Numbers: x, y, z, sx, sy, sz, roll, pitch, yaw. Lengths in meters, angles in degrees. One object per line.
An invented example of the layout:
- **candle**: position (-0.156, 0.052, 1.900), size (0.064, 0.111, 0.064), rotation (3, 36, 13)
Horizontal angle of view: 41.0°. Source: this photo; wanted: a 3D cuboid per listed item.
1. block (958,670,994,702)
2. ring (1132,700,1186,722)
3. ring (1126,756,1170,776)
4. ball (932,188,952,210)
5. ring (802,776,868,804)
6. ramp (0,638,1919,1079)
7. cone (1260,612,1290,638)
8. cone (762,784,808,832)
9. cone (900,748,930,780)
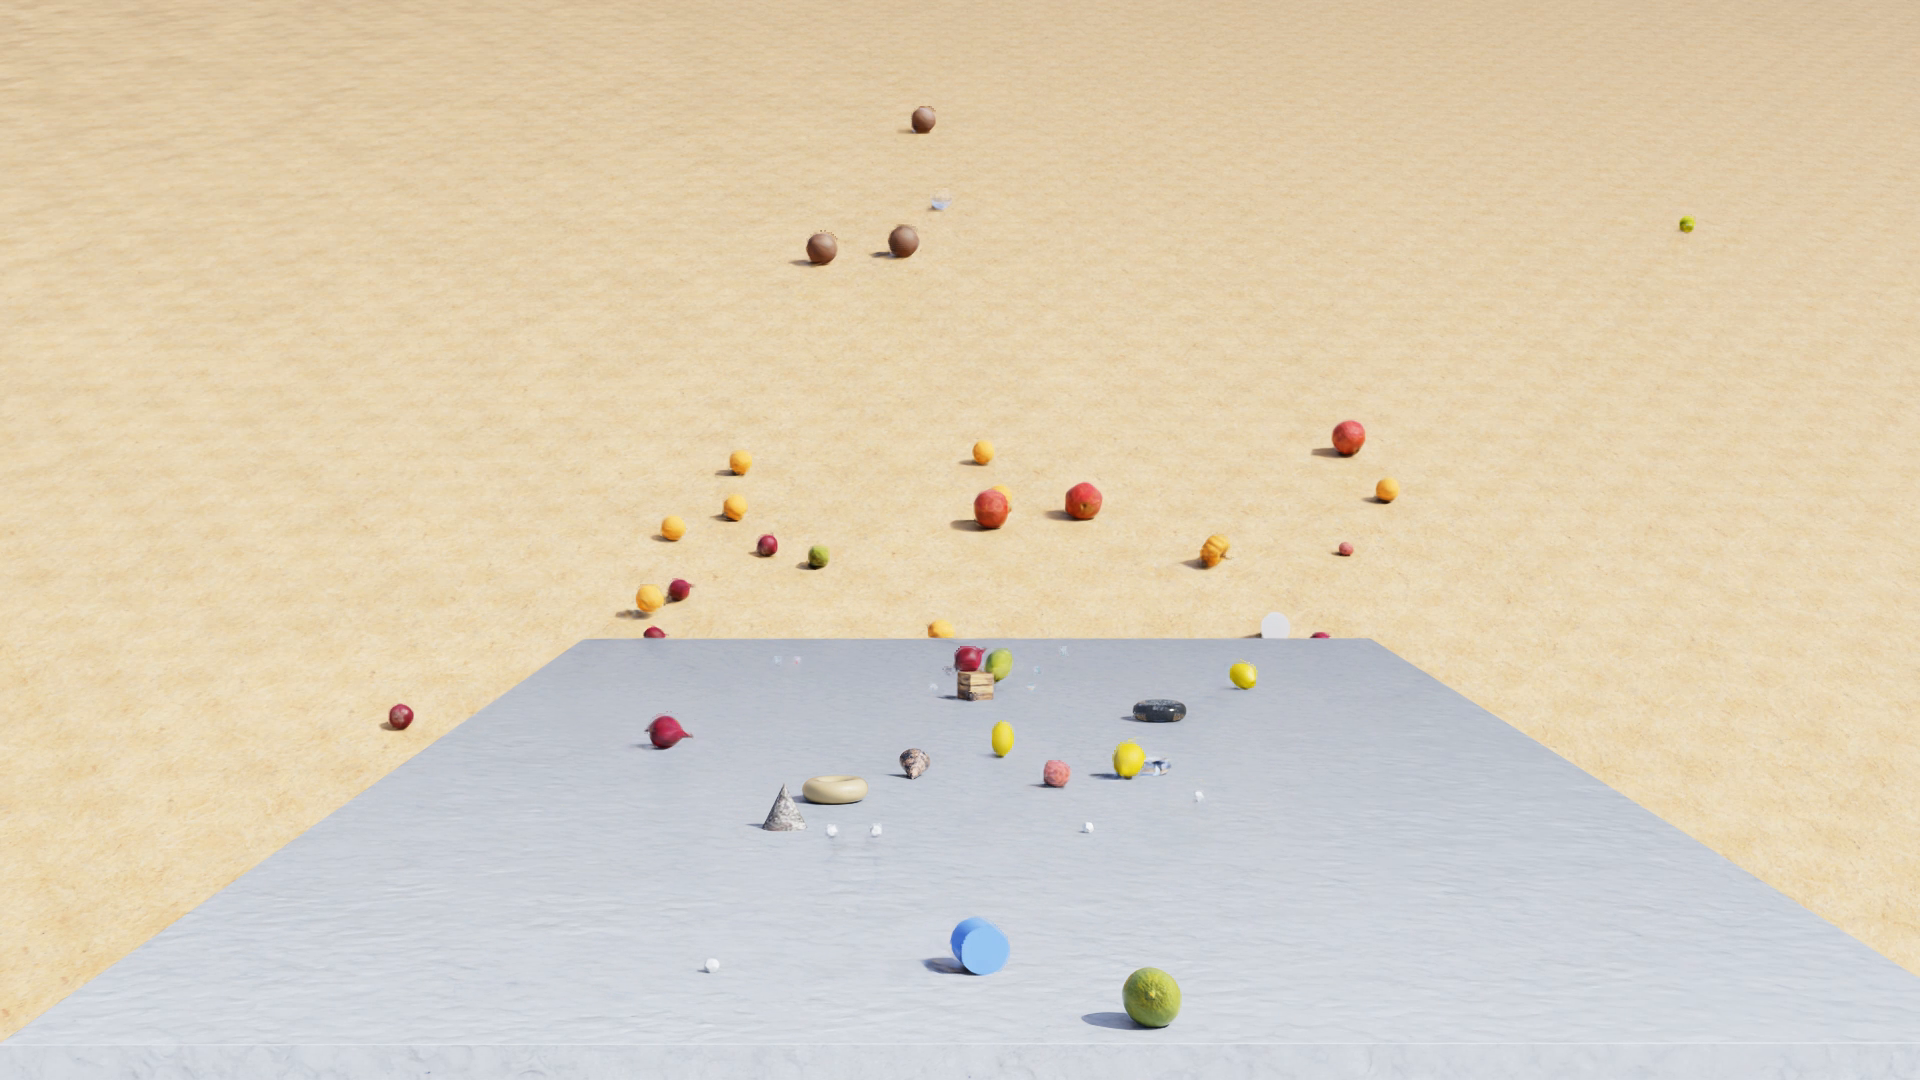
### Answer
- **block**: position (0.031, 0.300, 5.284), size (0.055, 0.055, 0.055), rotation (-2, 4, -30)
- **ring**: position (0.385, 0.330, 4.958), size (0.105, 0.035, 0.105), rotation (-1, 5, 0)
- **ring**: position (0.314, 0.377, 4.279), size (0.076, 0.025, 0.076), rotation (-1, 4, 0)
- **ball**: position (-0.083, -1.535, 11.562), size (0.094, 0.094, 0.094), rotation (0, 20, 0)
- **ring**: position (-0.195, 0.389, 4.005), size (0.104, 0.035, 0.104), rotation (-1, 3, 0)
- **ramp**: position (0.047, 0.424, 4.534), size (2.000, 0.100, 4.000), rotation (0, 4, 0)
- **cone**: position (0.821, 0.237, 6.790), size (0.082, 0.082, 0.082), rotation (-5, -6, -14)
- **cone**: position (-0.257, 0.388, 3.759), size (0.067, 0.067, 0.067), rotation (0, 4, 0)
- **cone**: position (-0.077, 0.380, 4.236), size (0.052, 0.052, 0.052), rotation (1, 30, 4)
